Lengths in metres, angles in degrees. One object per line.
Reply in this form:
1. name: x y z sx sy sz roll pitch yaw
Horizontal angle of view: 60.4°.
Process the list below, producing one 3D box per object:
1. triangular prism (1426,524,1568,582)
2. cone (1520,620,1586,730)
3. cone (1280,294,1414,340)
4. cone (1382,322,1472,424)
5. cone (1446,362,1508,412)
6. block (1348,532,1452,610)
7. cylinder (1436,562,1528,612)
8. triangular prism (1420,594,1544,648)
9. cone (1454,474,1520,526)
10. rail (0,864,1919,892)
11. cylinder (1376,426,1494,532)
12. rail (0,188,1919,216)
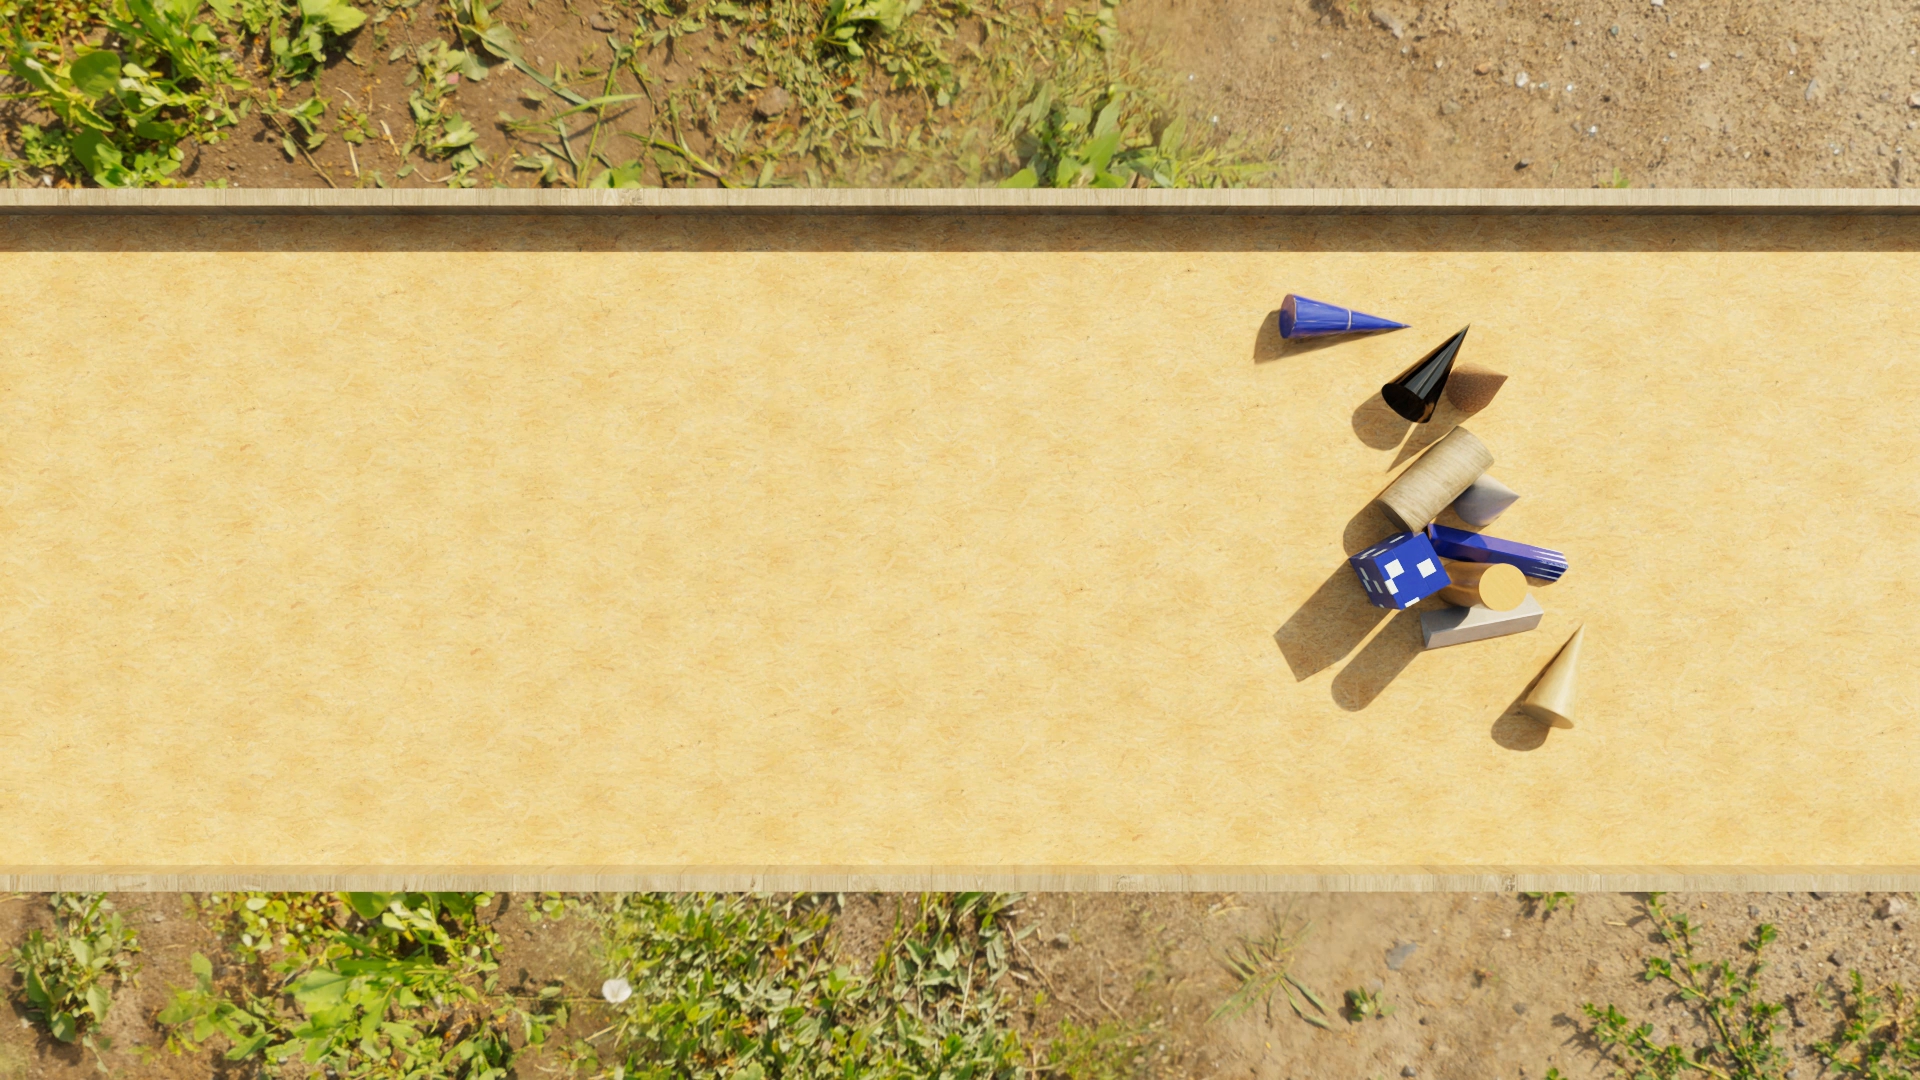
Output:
1. triangular prism: 1.635 0.037 5.035 0.426 0.080 0.092 12 90 0
2. cone: 1.852 0.391 5.037 0.161 0.161 0.335 27 76 0
3. cone: 1.196 -0.667 5.042 0.411 0.138 0.138 3 90 -10
4. cone: 1.462 -0.543 5.034 0.174 0.174 0.354 41 76 0
5. cone: 1.572 -0.469 4.899 0.153 0.355 0.153 0 90 0
6. block: 1.308 0.090 4.920 0.167 0.312 0.167 -28 90 0
7. cylinder: 1.531 0.134 4.861 0.136 0.430 0.136 0 90 0
8. triangular prism: 1.593 0.249 5.026 0.344 0.095 0.110 -11 90 0
9. cone: 1.599 -0.124 4.887 0.164 0.379 0.164 0 90 0
10. rail: -2.247 1.025 5.001 12.000 0.150 0.050 0 90 0
11. cylinder: 1.438 -0.177 4.996 0.328 0.160 0.160 -42 90 0
12. rail: -2.247 -1.025 5.002 12.000 0.150 0.050 0 90 0
